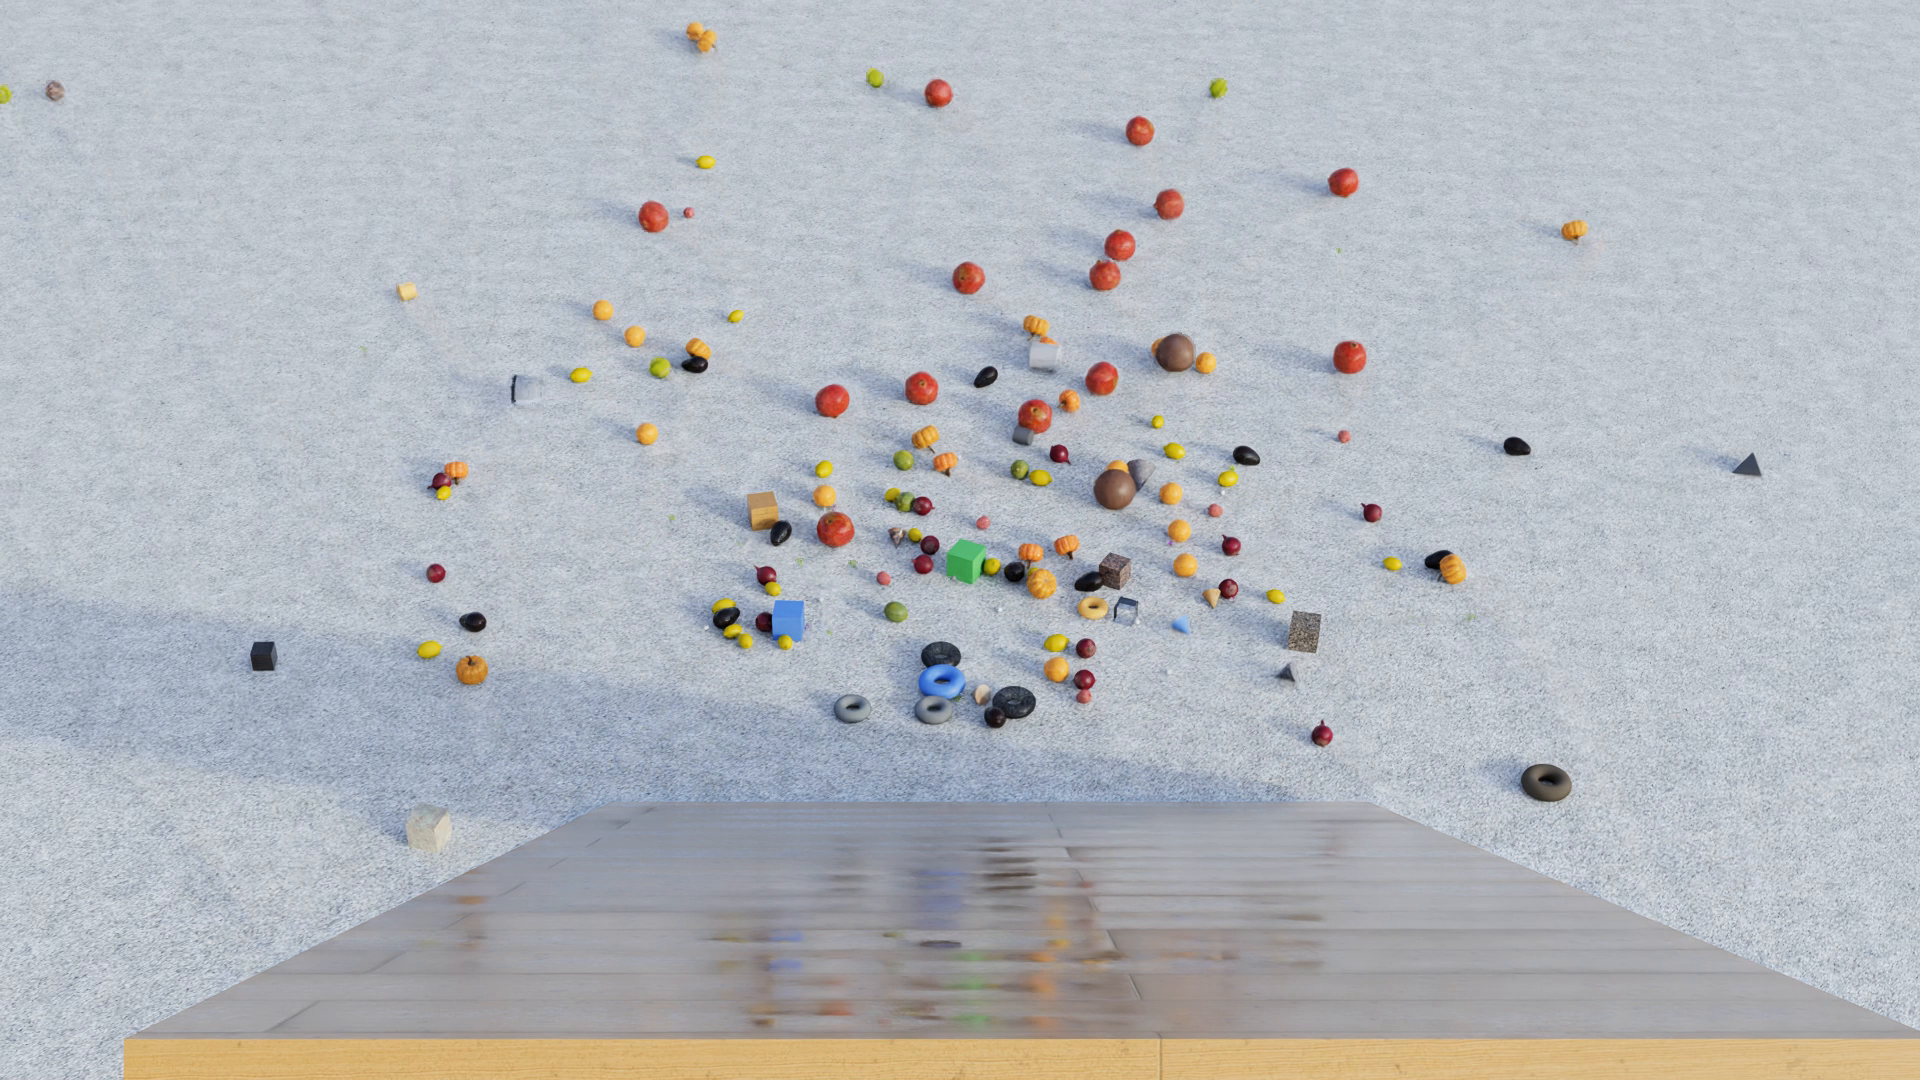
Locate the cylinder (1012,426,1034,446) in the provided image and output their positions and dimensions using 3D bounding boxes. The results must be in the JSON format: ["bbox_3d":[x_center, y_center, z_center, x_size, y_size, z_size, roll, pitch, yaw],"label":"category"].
[{"bbox_3d":[0.205,-0.338,8.389,0.053,0.053,0.053,16,39,21],"label":"cylinder"}]

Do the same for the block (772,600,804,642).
[{"bbox_3d":[-0.499,0.235,7.562,0.084,0.084,0.084,2,36,3],"label":"block"}]

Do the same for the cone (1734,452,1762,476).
[{"bbox_3d":[2.490,-0.227,8.248,0.083,0.083,0.083,-20,31,18],"label":"cone"}]

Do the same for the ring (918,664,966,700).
[{"bbox_3d":[-0.051,0.403,7.362,0.134,0.045,0.134,-1,37,1],"label":"ring"}]

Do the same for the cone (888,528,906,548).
[{"bbox_3d":[-0.193,0.001,7.938,0.058,0.058,0.058,1,62,2],"label":"cone"}]

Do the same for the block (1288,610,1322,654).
[{"bbox_3d":[0.997,0.266,7.520,0.082,0.082,0.082,7,36,10],"label":"block"}]

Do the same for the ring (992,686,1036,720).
[{"bbox_3d":[0.152,0.455,7.292,0.123,0.041,0.123,-1,36,1],"label":"ring"}]

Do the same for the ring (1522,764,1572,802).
[{"bbox_3d":[1.582,0.655,7.010,0.135,0.045,0.135,1,35,-1],"label":"ring"}]

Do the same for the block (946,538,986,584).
[{"bbox_3d":[0.019,0.064,7.798,0.087,0.087,0.087,17,39,22],"label":"block"}]

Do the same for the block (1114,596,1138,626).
[{"bbox_3d":[0.487,0.210,7.621,0.056,0.056,0.056,13,38,18],"label":"block"}]

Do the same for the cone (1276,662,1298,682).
[{"bbox_3d":[0.924,0.385,7.402,0.061,0.061,0.061,-18,30,21],"label":"cone"}]

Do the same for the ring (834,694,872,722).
[{"bbox_3d":[-0.301,0.472,7.274,0.106,0.035,0.106,1,36,-1],"label":"ring"}]

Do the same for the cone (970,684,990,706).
[{"bbox_3d":[0.047,0.436,7.331,0.058,0.058,0.058,-31,19,-36],"label":"cone"}]

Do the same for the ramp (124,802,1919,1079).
[{"bbox_3d":[0.078,0.670,4.860,2.000,0.100,4.000,0,-2,0],"label":"ramp"}]

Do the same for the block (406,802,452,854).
[{"bbox_3d":[-1.396,0.757,6.833,0.084,0.084,0.084,10,37,14],"label":"block"}]

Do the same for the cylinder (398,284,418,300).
[{"bbox_3d":[-1.943,-0.872,9.136,0.052,0.052,0.052,-19,40,-24],"label":"cylinder"}]

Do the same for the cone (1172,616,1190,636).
[{"bbox_3d":[0.654,0.259,7.581,0.054,0.054,0.054,-26,70,-31],"label":"cone"}]

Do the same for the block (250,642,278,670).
[{"bbox_3d":[-1.995,0.333,7.447,0.059,0.059,0.059,-1,36,-1],"label":"block"}]

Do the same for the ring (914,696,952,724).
[{"bbox_3d":[-0.074,0.475,7.268,0.109,0.036,0.109,0,36,0],"label":"ring"}]

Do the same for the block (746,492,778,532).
[{"bbox_3d":[-0.608,-0.089,8.016,0.082,0.082,0.082,-8,36,-11],"label":"block"}]

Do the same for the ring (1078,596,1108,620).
[{"bbox_3d":[0.392,0.200,7.658,0.092,0.031,0.092,-1,36,1],"label":"ring"}]

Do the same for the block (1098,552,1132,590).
[{"bbox_3d":[0.462,0.094,7.770,0.072,0.072,0.072,19,40,24],"label":"block"}]

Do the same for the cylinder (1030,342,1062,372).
[{"bbox_3d":[0.288,-0.617,8.747,0.090,0.090,0.090,9,37,13],"label":"cylinder"}]

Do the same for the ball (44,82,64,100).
[{"bbox_3d":[-3.625,-1.797,10.408,0.077,0.077,0.077,0,36,0],"label":"ball"}]

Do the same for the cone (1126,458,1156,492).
[{"bbox_3d":[0.568,-0.193,8.197,0.092,0.092,0.092,4,62,6],"label":"cone"}]

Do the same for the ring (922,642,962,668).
[{"bbox_3d":[-0.054,0.334,7.463,0.116,0.039,0.116,1,36,-1],"label":"ring"}]
